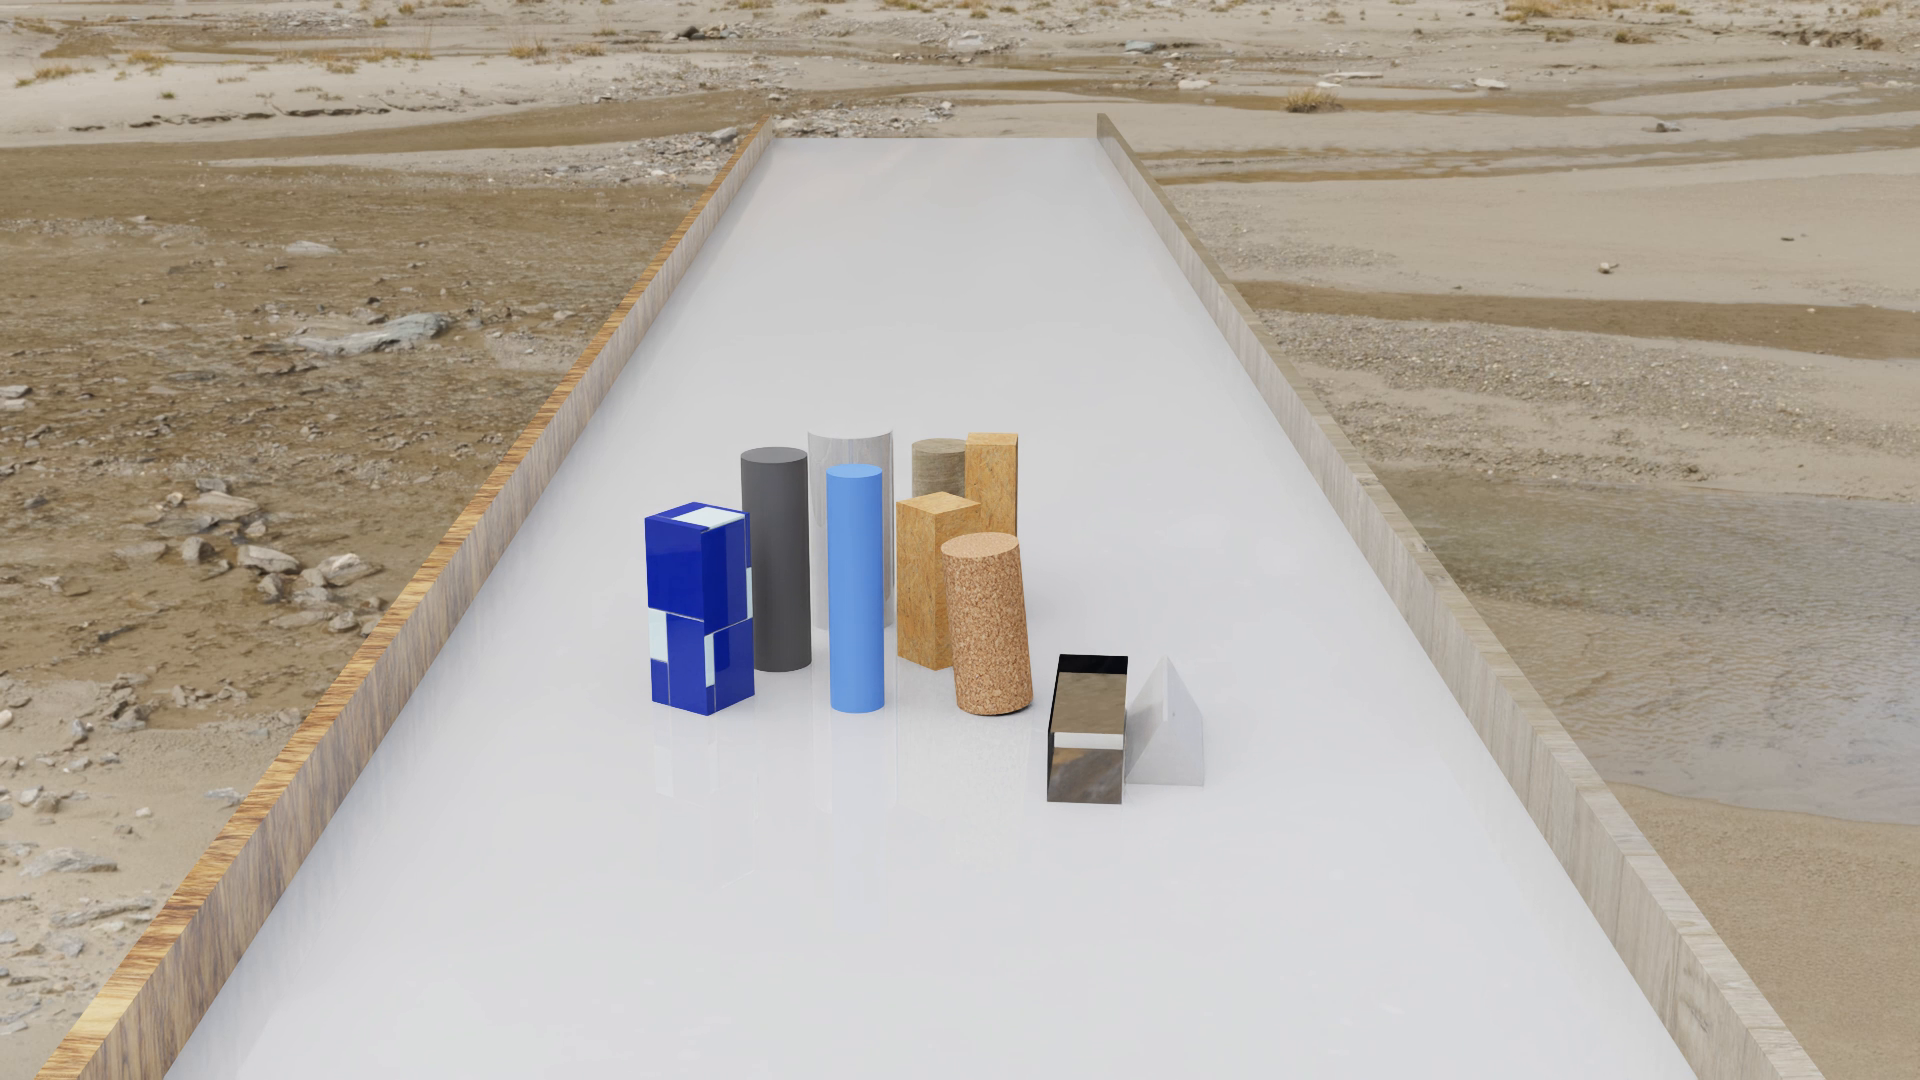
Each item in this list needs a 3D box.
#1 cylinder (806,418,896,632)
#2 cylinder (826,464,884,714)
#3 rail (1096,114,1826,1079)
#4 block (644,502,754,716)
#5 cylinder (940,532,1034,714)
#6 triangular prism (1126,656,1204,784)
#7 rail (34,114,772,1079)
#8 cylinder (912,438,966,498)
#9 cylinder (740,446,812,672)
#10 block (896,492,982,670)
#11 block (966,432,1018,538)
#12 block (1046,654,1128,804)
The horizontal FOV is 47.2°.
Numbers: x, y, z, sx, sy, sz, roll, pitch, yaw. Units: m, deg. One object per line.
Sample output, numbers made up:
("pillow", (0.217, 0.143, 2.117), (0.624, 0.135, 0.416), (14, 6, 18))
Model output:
("cylinder", (-0.227, -0.031, 4.601), (0.178, 0.416, 0.178), (0, 17, 0))
("cylinder", (-0.195, 0.092, 4.115), (0.103, 0.458, 0.103), (0, 17, 0))
("rail", (0.932, -0.844, 7.801), (0.050, 0.150, 12.000), (0, 17, -1))
("block", (-0.491, 0.128, 4.157), (0.138, 0.364, 0.138), (11, 20, 33))
("cylinder", (0.052, 0.156, 4.133), (0.146, 0.311, 0.146), (-5, 18, 2))
("triangular prism", (0.367, 0.317, 3.945), (0.134, 0.116, 0.336), (1, 17, 5))
("rail", (-1.118, -0.838, 7.780), (0.050, 0.150, 12.000), (0, 17, -1))
("cylinder", (-0.038, -0.058, 4.874), (0.137, 0.312, 0.137), (0, 17, 0))
("cylinder", (-0.363, 0.038, 4.349), (0.131, 0.427, 0.131), (0, 17, 0))
("block", (-0.042, 0.081, 4.388), (0.119, 0.323, 0.119), (-14, 21, -39))
("block", (0.067, -0.028, 4.646), (0.104, 0.384, 0.104), (1, 17, 4))
("block", (0.229, 0.329, 3.897), (0.127, 0.127, 0.395), (2, 17, 5))
